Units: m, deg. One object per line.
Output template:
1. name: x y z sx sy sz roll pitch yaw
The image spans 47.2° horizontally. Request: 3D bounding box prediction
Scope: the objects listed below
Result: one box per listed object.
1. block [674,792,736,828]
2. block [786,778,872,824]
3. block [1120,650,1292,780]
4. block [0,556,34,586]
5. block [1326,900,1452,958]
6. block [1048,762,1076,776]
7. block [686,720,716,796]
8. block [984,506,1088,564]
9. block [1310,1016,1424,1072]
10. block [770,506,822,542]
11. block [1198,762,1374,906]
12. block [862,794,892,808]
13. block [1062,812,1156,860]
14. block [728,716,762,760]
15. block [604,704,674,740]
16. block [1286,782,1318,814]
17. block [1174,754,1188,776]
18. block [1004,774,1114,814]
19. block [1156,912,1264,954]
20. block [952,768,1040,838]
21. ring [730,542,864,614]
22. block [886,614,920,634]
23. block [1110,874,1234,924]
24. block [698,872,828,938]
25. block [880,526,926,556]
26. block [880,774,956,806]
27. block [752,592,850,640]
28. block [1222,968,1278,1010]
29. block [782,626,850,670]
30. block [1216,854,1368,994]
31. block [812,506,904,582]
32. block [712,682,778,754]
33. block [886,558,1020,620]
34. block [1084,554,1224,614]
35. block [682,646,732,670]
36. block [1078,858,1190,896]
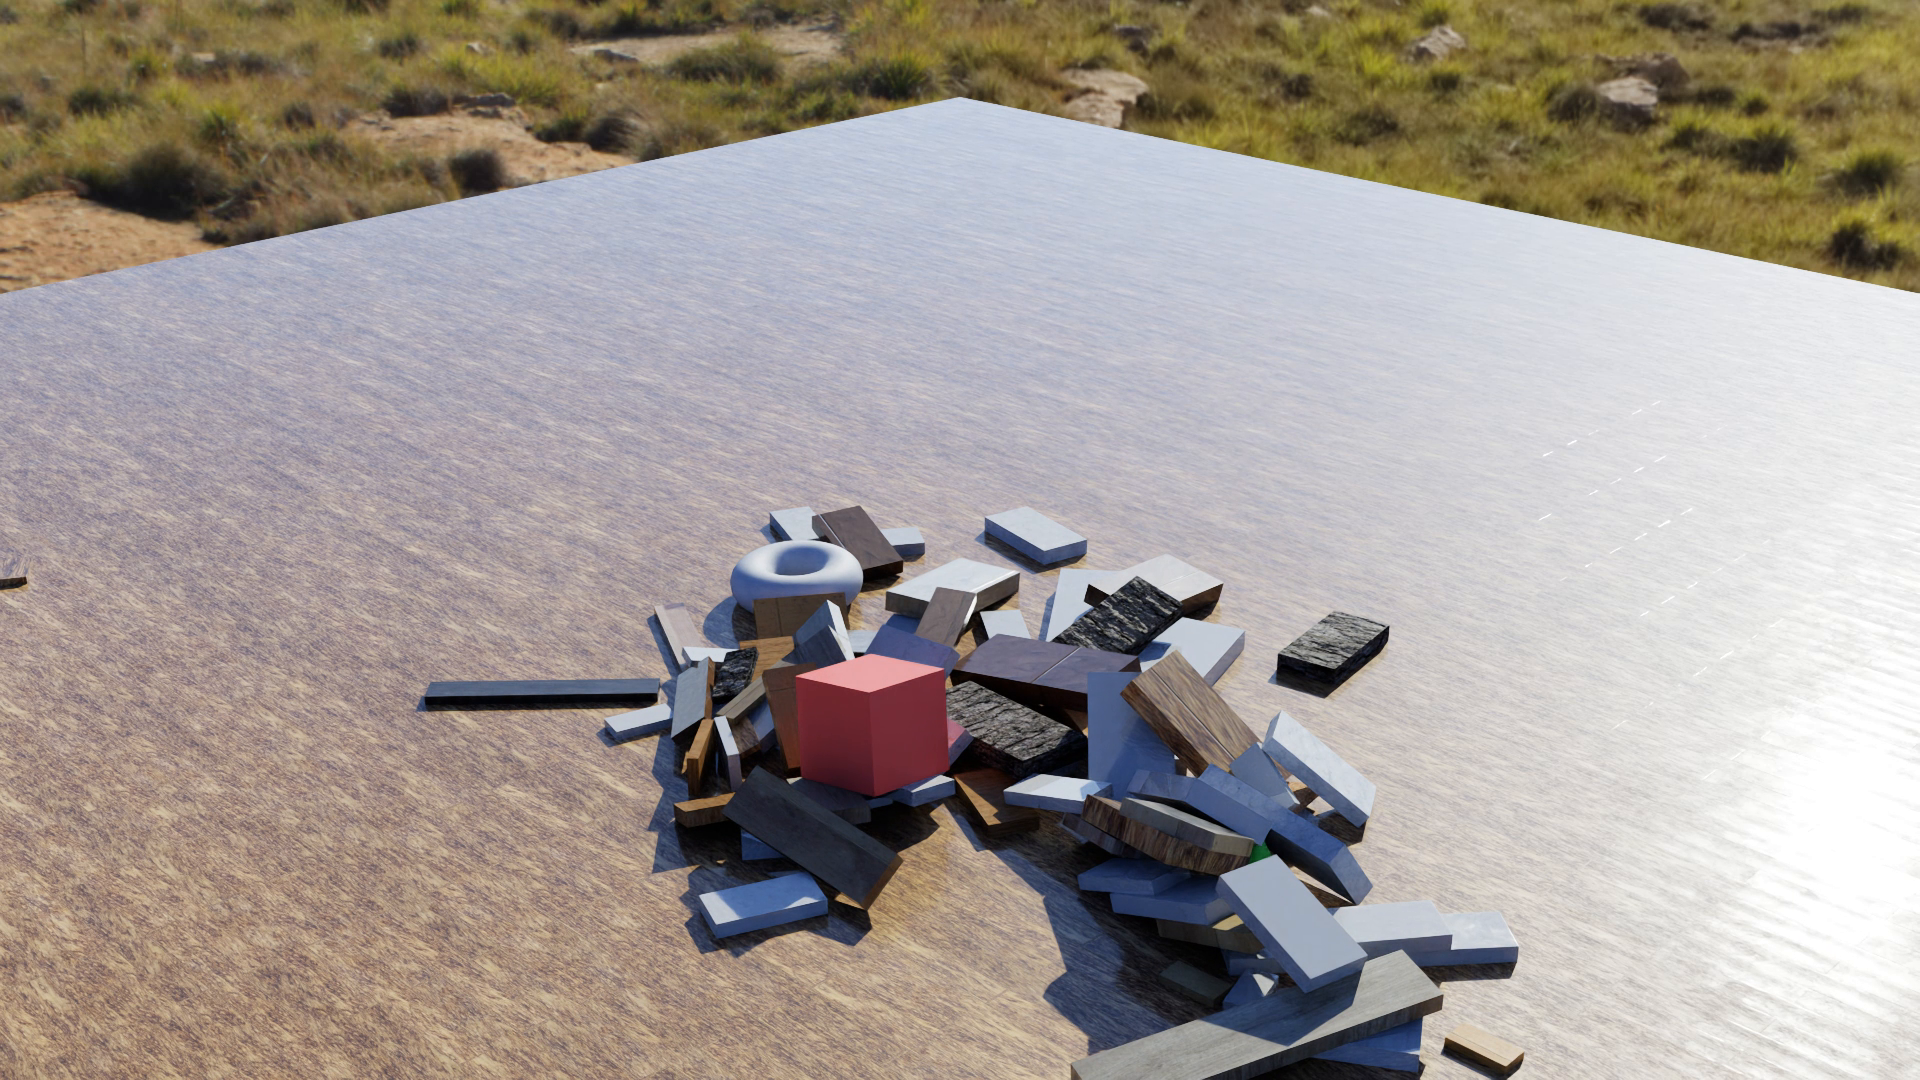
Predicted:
1. block: -0.450 0.533 4.415 0.229 0.032 0.114 -8 4 -19
2. block: -0.265 0.521 4.409 0.117 0.033 0.234 -7 13 -16
3. block: 0.504 0.398 4.507 0.351 0.050 0.175 48 40 12
4. block: -2.383 0.079 5.551 0.066 0.019 0.131 -6 24 -14
5. block: 0.758 0.705 3.974 0.231 0.033 0.116 -3 23 -8
6. block: 0.145 0.456 4.652 0.097 0.027 0.194 -18 29 -36
7. block: -0.539 0.452 4.585 0.024 0.086 0.172 2 23 4
8. block: 0.196 -0.013 5.743 0.136 0.039 0.272 -14 27 -30
9. block: 0.657 0.836 3.744 0.252 0.036 0.126 5 24 13
10. block: -0.417 -0.029 5.789 0.109 0.031 0.219 -9 25 -20
11. block: 0.618 0.560 4.199 0.049 0.172 0.345 -49 46 -11
12. block: -0.210 0.532 4.468 0.131 0.019 0.066 -10 14 -22
13. block: 0.290 0.575 4.274 0.100 0.028 0.200 15 3 -28
14. block: -0.458 0.418 4.658 0.054 0.015 0.108 -29 35 -4
15. block: -0.695 0.396 4.800 0.144 0.020 0.072 -13 26 -28
16. block: 0.664 0.524 4.440 0.077 0.022 0.155 0 13 31
17. block: 0.413 0.417 4.725 0.144 0.041 0.288 2 23 4
18. block: 0.197 0.507 4.394 0.200 0.028 0.100 2 17 41
19. block: 0.484 0.688 3.956 0.129 0.037 0.258 -18 8 -32
20. block: 0.072 0.532 4.468 0.108 0.031 0.217 -8 24 -18
21. ring: -0.400 0.097 5.394 0.326 0.109 0.326 -1 23 1
22. block: -0.135 0.251 5.120 0.136 0.039 0.272 7 24 16
23. block: 0.410 0.657 4.049 0.129 0.037 0.258 -18 8 -36
24. block: -0.368 0.682 4.115 0.217 0.031 0.108 -10 25 -21
25. block: -0.209 0.009 5.700 0.219 0.031 0.109 -5 23 -11
26. block: -0.122 0.494 4.494 0.108 0.031 0.217 -12 15 -39
27. block: -0.376 0.187 5.207 0.219 0.031 0.109 -4 59 -10
28. block: 0.512 0.795 3.866 0.059 0.017 0.118 12 26 26
29. block: -0.283 0.317 4.772 0.129 0.037 0.258 -36 49 5
30. block: 0.574 0.664 3.824 0.129 0.037 0.258 -14 44 -30
31. block: -0.263 0.010 5.614 0.136 0.039 0.272 -13 37 -22
32. block: -0.459 0.374 4.758 0.121 0.034 0.242 -43 38 -22
33. block: -0.015 0.124 5.352 0.173 0.049 0.346 13 19 28
34. block: 0.470 0.126 5.312 0.173 0.049 0.346 28 28 30
35. block: -0.558 0.273 5.045 0.147 0.021 0.073 5 20 -26
36. block: 0.326 0.633 4.140 0.100 0.028 0.200 -19 8 -39
